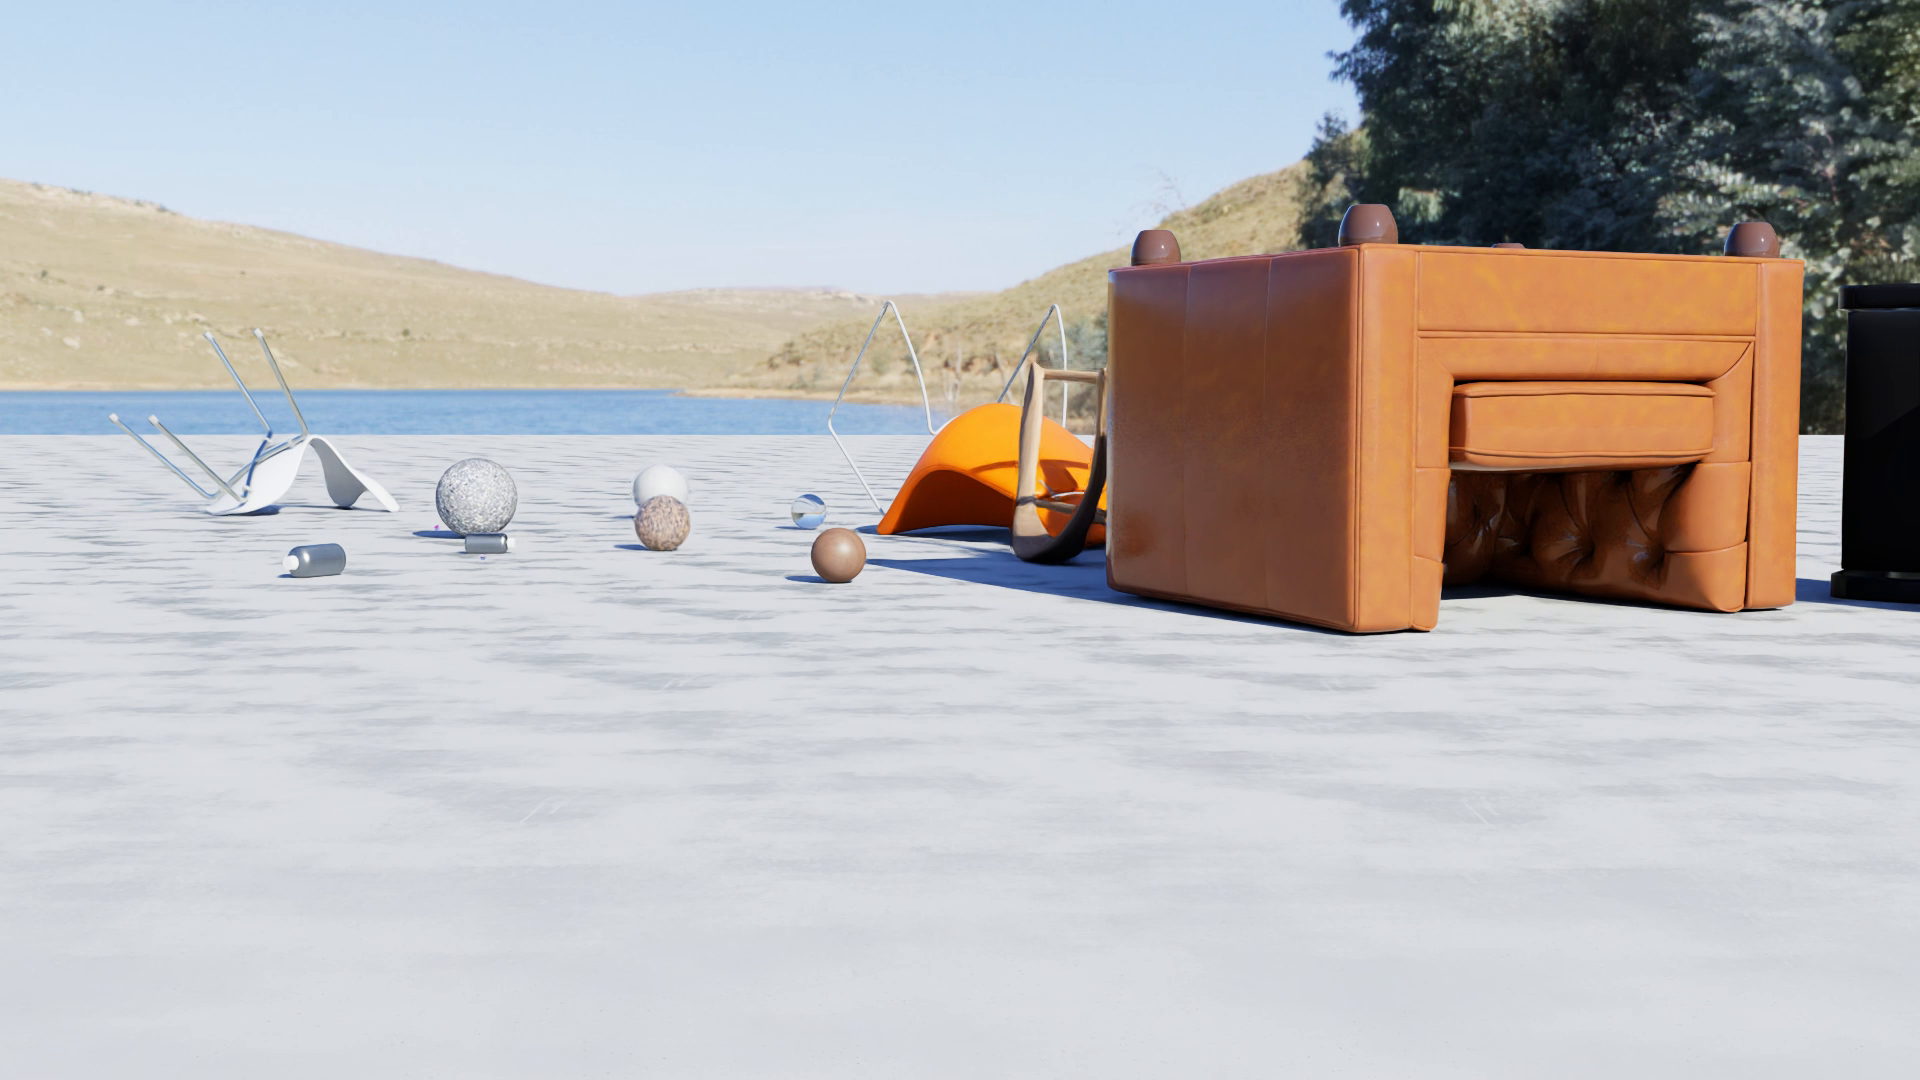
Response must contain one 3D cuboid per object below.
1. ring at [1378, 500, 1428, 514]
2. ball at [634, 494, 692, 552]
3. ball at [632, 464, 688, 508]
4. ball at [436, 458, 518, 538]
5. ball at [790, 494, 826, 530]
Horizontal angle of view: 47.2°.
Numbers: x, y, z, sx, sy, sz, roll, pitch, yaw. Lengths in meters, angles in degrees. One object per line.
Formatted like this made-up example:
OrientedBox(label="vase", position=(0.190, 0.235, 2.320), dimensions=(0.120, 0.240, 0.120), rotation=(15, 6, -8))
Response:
OrientedBox(label="ring", position=(1.601, -0.120, 7.946), dimensions=(0.196, 0.049, 0.112), rotation=(-1, 5, -20))
OrientedBox(label="ball", position=(-0.824, -0.048, 6.097), dimensions=(0.157, 0.157, 0.157), rotation=(0, 4, 0))
OrientedBox(label="ball", position=(-1.034, -0.168, 7.598), dimensions=(0.191, 0.191, 0.191), rotation=(0, 4, 0))
OrientedBox(label="ball", position=(-1.453, -0.126, 6.611), dimensions=(0.242, 0.242, 0.242), rotation=(0, 4, 0))
OrientedBox(label="ball", position=(-0.484, -0.091, 7.028), dimensions=(0.115, 0.115, 0.115), rotation=(0, 4, 0))
